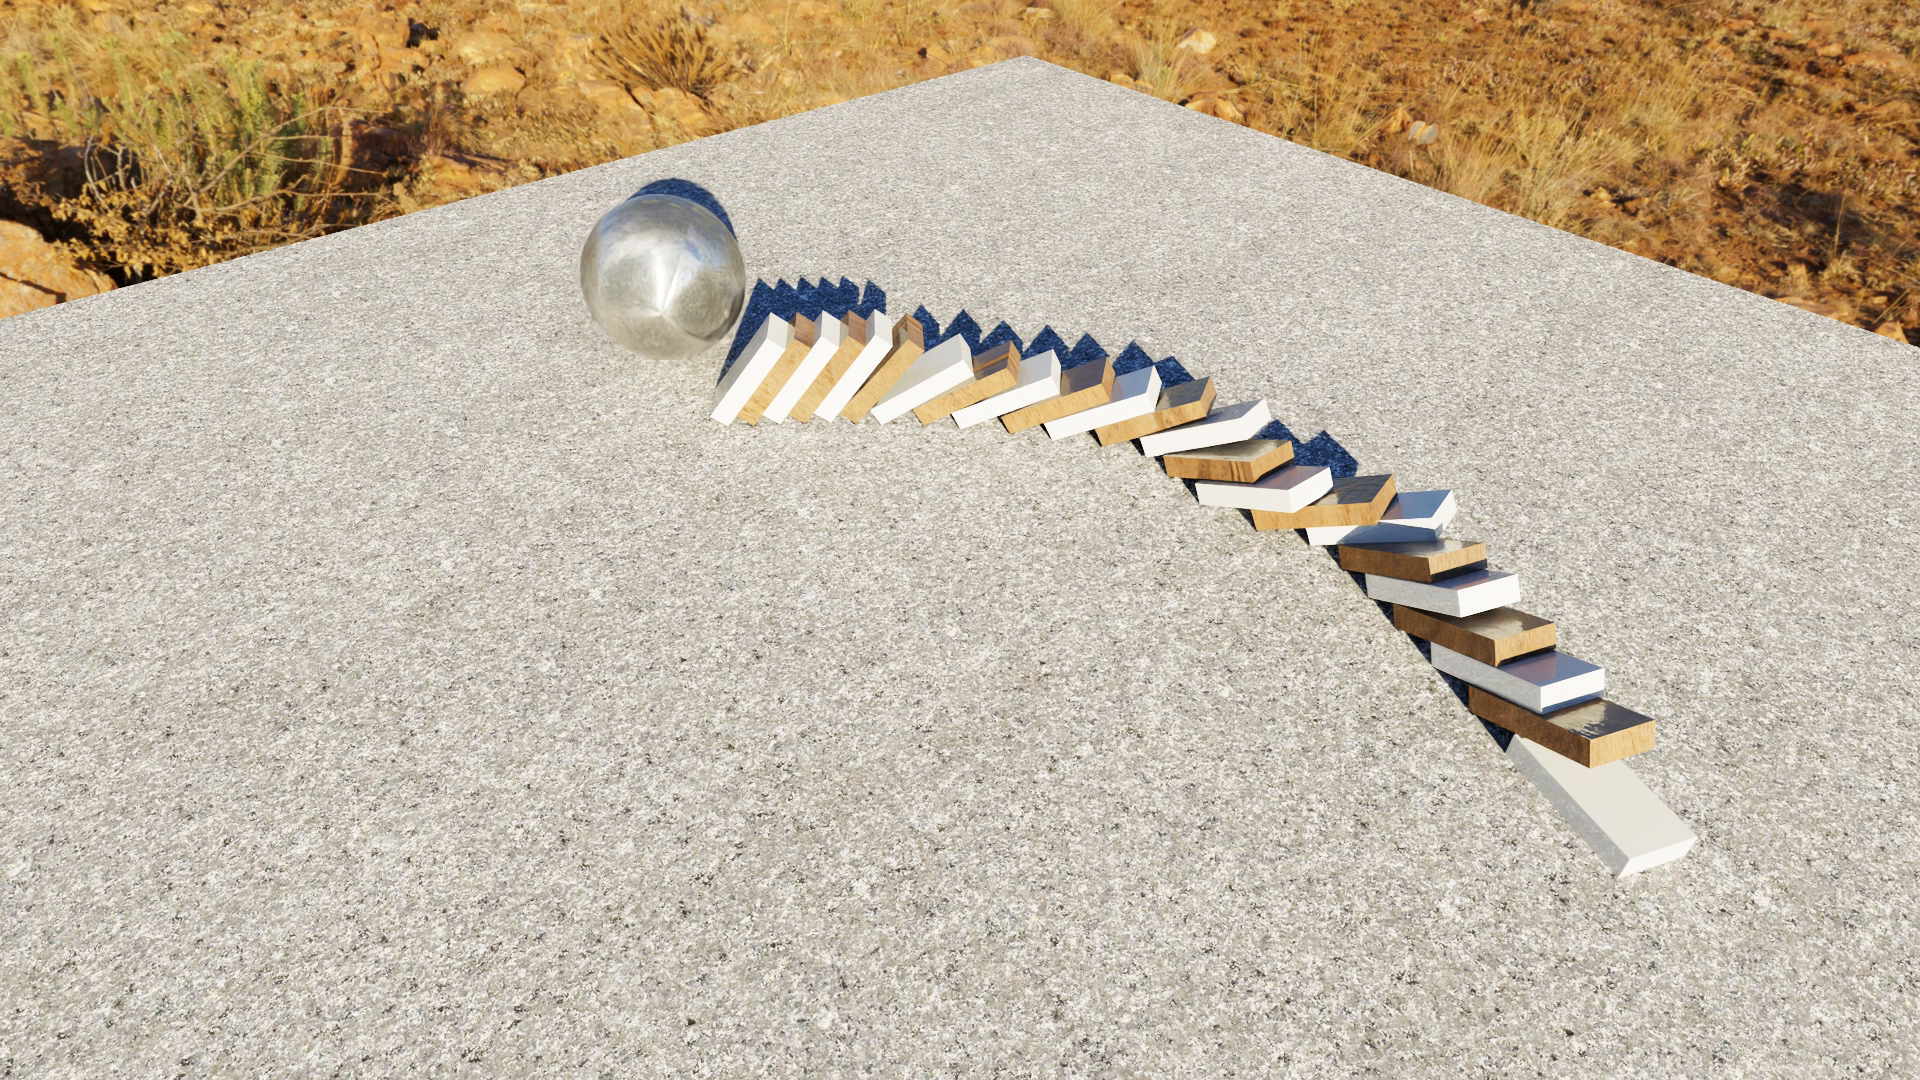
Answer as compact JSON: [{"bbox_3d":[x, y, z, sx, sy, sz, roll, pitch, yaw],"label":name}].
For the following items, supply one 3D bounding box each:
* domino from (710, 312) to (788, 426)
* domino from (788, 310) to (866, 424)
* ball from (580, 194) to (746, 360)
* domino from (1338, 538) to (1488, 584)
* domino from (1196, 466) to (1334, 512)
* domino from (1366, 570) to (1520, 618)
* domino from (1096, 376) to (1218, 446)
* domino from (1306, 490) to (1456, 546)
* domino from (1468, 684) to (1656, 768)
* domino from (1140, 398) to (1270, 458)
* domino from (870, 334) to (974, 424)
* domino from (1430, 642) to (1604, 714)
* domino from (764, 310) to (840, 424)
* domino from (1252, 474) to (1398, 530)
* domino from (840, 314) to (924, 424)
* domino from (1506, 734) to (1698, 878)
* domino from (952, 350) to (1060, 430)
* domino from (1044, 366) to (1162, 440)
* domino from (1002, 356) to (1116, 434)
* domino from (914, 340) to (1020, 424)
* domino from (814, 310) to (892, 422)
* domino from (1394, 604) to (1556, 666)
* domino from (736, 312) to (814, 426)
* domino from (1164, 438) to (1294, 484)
[{"bbox_3d":[-0.098,-0.079,0.512,0.009,0.050,0.025,29,31,-25],"label":"domino"},{"bbox_3d":[-0.062,-0.081,0.514,0.009,0.050,0.025,29,31,-25],"label":"domino"},{"bbox_3d":[-0.147,-0.130,0.546,0.080,0.080,0.080,0,39,0],"label":"ball"},{"bbox_3d":[0.170,0.006,0.416,0.025,0.010,0.050,-13,9,-17],"label":"domino"},{"bbox_3d":[0.125,-0.022,0.453,0.025,0.010,0.050,-26,19,-28],"label":"domino"},{"bbox_3d":[0.175,0.017,0.402,0.025,0.010,0.050,-13,8,-15],"label":"domino"},{"bbox_3d":[0.088,-0.058,0.495,0.050,0.010,0.025,-13,27,31],"label":"domino"},{"bbox_3d":[0.166,-0.009,0.436,0.050,0.010,0.025,-3,25,43],"label":"domino"},{"bbox_3d":[0.194,0.057,0.357,0.025,0.010,0.050,-12,15,-15],"label":"domino"},{"bbox_3d":[0.107,-0.049,0.482,0.050,0.010,0.025,-8,20,43],"label":"domino"},{"bbox_3d":[-0.018,-0.076,0.517,0.050,0.009,0.025,-26,37,16],"label":"domino"},{"bbox_3d":[0.188,0.043,0.374,0.025,0.010,0.050,-13,15,-15],"label":"domino"},{"bbox_3d":[-0.074,-0.080,0.513,0.009,0.050,0.025,29,31,-25],"label":"domino"},{"bbox_3d":[0.147,-0.015,0.444,0.050,0.010,0.025,-3,27,43],"label":"domino"},{"bbox_3d":[-0.037,-0.080,0.514,0.010,0.050,0.025,32,30,-27],"label":"domino"},{"bbox_3d":[0.200,0.080,0.346,0.025,0.010,0.050,-12,41,-14],"label":"domino"},{"bbox_3d":[0.022,-0.070,0.513,0.050,0.009,0.025,-18,35,20],"label":"domino"},{"bbox_3d":[0.065,-0.062,0.502,0.050,0.009,0.025,-14,32,29],"label":"domino"},{"bbox_3d":[0.045,-0.067,0.507,0.050,0.009,0.025,-16,32,25],"label":"domino"},{"bbox_3d":[0.003,-0.073,0.513,0.050,0.010,0.025,-21,34,23],"label":"domino"},{"bbox_3d":[-0.050,-0.081,0.514,0.009,0.050,0.025,29,31,-25],"label":"domino"},{"bbox_3d":[0.181,0.030,0.390,0.025,0.010,0.050,-13,15,-15],"label":"domino"},{"bbox_3d":[-0.086,-0.079,0.512,0.010,0.050,0.025,29,31,-25],"label":"domino"},{"bbox_3d":[0.114,-0.035,0.469,0.025,0.010,0.050,-26,20,-28],"label":"domino"}]
